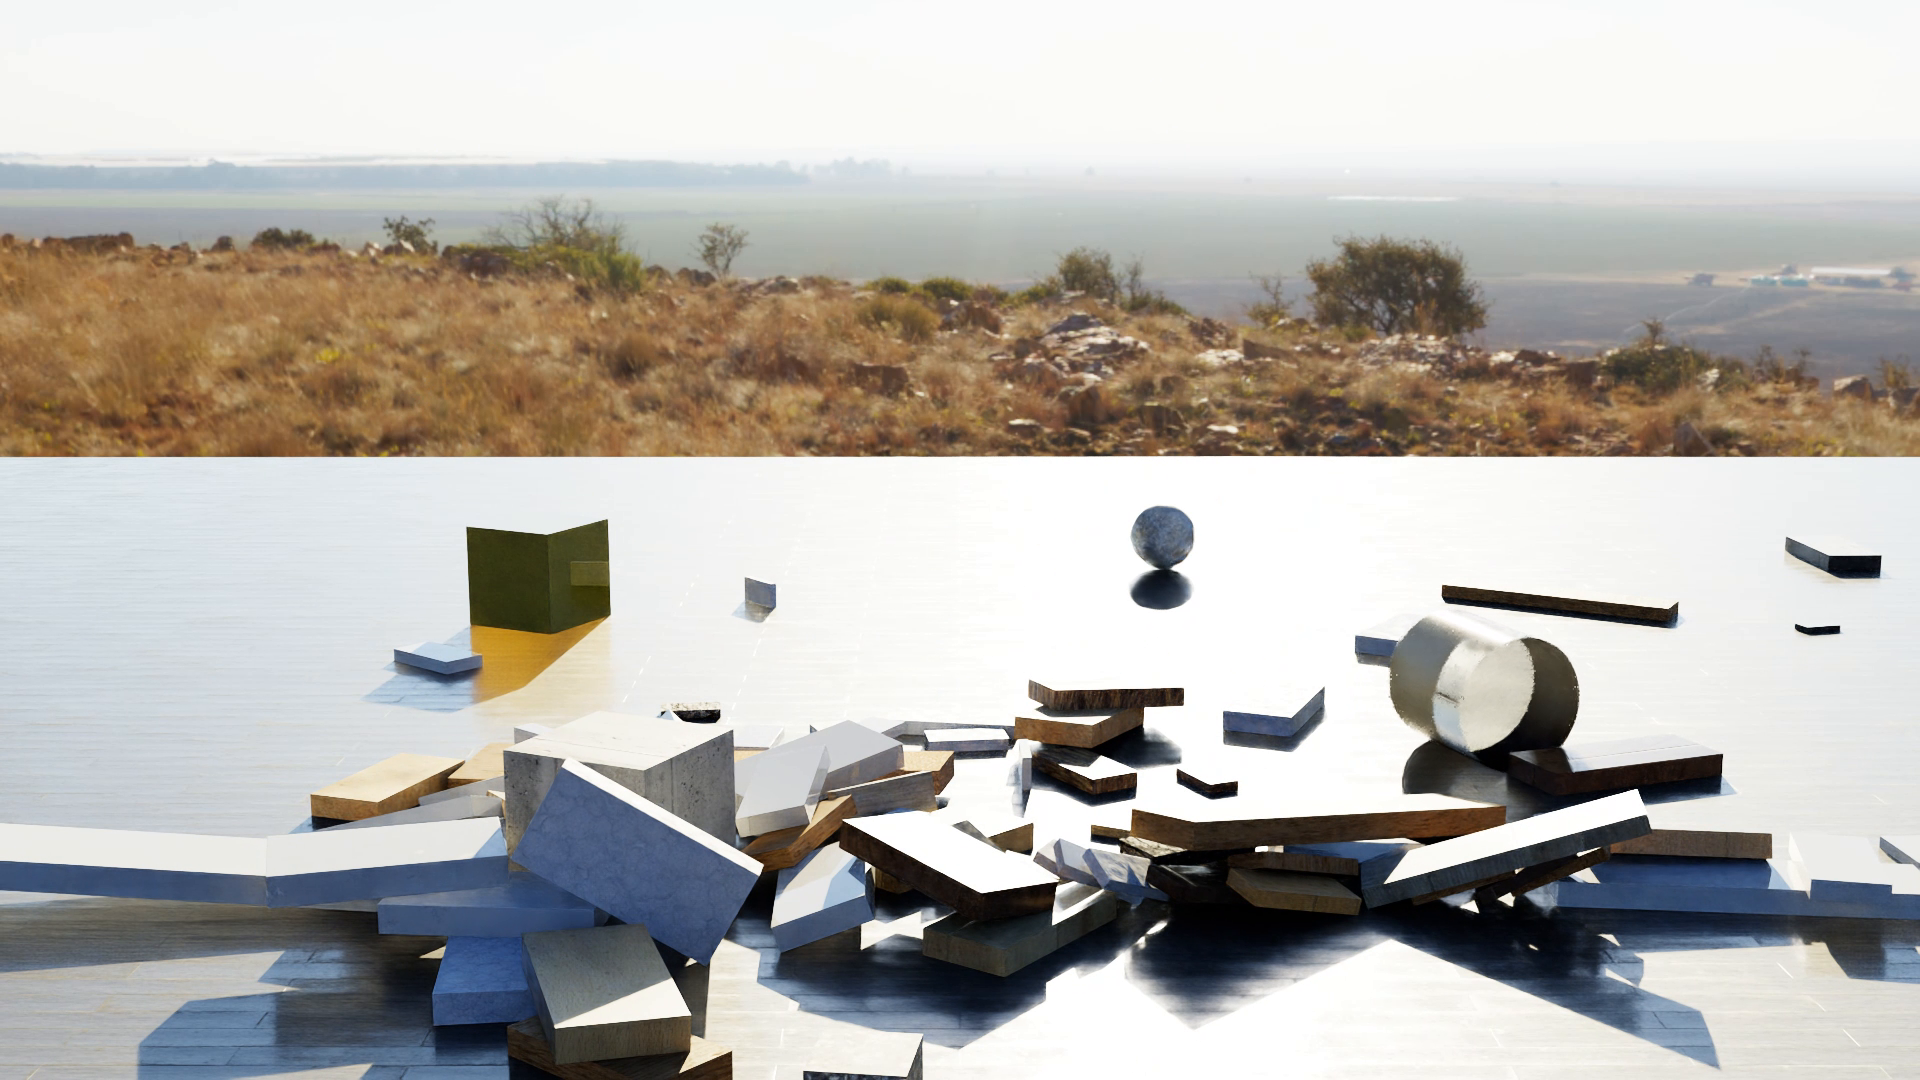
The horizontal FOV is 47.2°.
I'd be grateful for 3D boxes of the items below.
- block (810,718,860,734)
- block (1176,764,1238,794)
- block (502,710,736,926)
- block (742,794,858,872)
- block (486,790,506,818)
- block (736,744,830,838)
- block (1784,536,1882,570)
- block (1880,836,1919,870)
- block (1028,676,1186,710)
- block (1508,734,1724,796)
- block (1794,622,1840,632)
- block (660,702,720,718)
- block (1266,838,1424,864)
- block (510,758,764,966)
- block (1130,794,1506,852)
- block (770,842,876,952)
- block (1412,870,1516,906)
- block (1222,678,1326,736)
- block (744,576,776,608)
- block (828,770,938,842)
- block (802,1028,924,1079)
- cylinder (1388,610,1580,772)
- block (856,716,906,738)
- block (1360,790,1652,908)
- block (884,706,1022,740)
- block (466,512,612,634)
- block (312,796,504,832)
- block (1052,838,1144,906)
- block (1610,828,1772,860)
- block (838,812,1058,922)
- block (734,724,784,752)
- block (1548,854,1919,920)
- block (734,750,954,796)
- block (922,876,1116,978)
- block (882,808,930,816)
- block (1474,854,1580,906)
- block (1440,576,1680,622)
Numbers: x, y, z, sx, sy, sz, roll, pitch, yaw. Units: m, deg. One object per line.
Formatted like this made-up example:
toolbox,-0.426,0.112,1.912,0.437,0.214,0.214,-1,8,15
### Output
block,-0.228,0.414,4.537,0.104,0.030,0.209,-4,11,-22
block,0.482,0.465,4.294,0.065,0.018,0.130,-5,12,-25
block,-0.558,0.459,3.634,0.270,0.270,0.270,5,12,25
block,-0.282,0.507,3.773,0.118,0.033,0.236,-16,8,28
block,-0.740,0.483,3.850,0.104,0.030,0.209,15,-1,-38
block,-0.309,0.440,3.871,0.126,0.036,0.251,-13,17,9
block,2.588,0.037,6.525,0.156,0.044,0.311,0,11,-2
block,1.673,0.549,3.835,0.073,0.021,0.147,-1,11,-3
block,0.311,0.325,4.688,0.300,0.042,0.150,0,6,-20
block,1.294,0.442,4.344,0.395,0.044,0.156,-4,11,-21
block,2.189,0.222,5.614,0.099,0.014,0.050,-3,11,-15
block,-0.587,0.372,4.795,0.129,0.018,0.064,-1,11,-8
block,0.661,0.532,3.777,0.244,0.035,0.122,2,-3,-4
block,-0.490,0.490,3.344,0.339,0.170,0.048,30,11,-3
block,0.629,0.485,3.801,0.713,0.048,0.168,2,1,-33
block,-0.217,0.565,3.550,0.154,0.044,0.309,-20,11,2
block,0.826,0.555,3.636,0.174,0.025,0.087,-18,8,8
block,0.684,0.362,4.779,0.150,0.042,0.300,4,11,23
block,-0.538,0.139,5.920,0.018,0.065,0.130,-8,13,-37
block,-0.136,0.484,3.943,0.209,0.104,0.030,-8,-1,-36
block,-0.119,0.698,2.739,0.128,0.128,0.128,1,11,8
cylinder,1.061,0.303,4.465,0.275,0.275,0.275,-4,11,-19
block,-0.198,0.398,4.475,0.083,0.023,0.196,6,12,29
block,0.888,0.506,3.601,0.467,0.035,0.122,-18,8,13
block,-0.014,0.389,4.673,0.284,0.030,0.104,2,11,10
block,-1.090,0.081,5.703,0.258,0.258,0.258,5,12,26
block,-0.952,0.491,3.796,0.295,0.036,0.126,-13,-11,10
block,0.228,0.546,3.618,0.152,0.022,0.076,24,22,-16
block,1.210,0.520,3.758,0.302,0.043,0.151,2,-10,-1
block,-0.022,0.519,3.526,0.168,0.048,0.336,0,14,-43
block,-0.418,0.416,4.544,0.083,0.023,0.166,1,11,6
block,1.288,0.572,3.646,0.605,0.043,0.151,1,11,6
block,-0.281,0.446,4.218,0.520,0.048,0.169,-1,7,10
block,0.097,0.604,3.472,0.154,0.044,0.314,8,13,35
block,-0.115,0.498,3.851,0.064,0.018,0.129,6,12,31
block,0.932,0.540,3.634,0.174,0.025,0.087,-30,6,11
block,1.607,0.157,5.911,0.608,0.033,0.118,6,12,31
